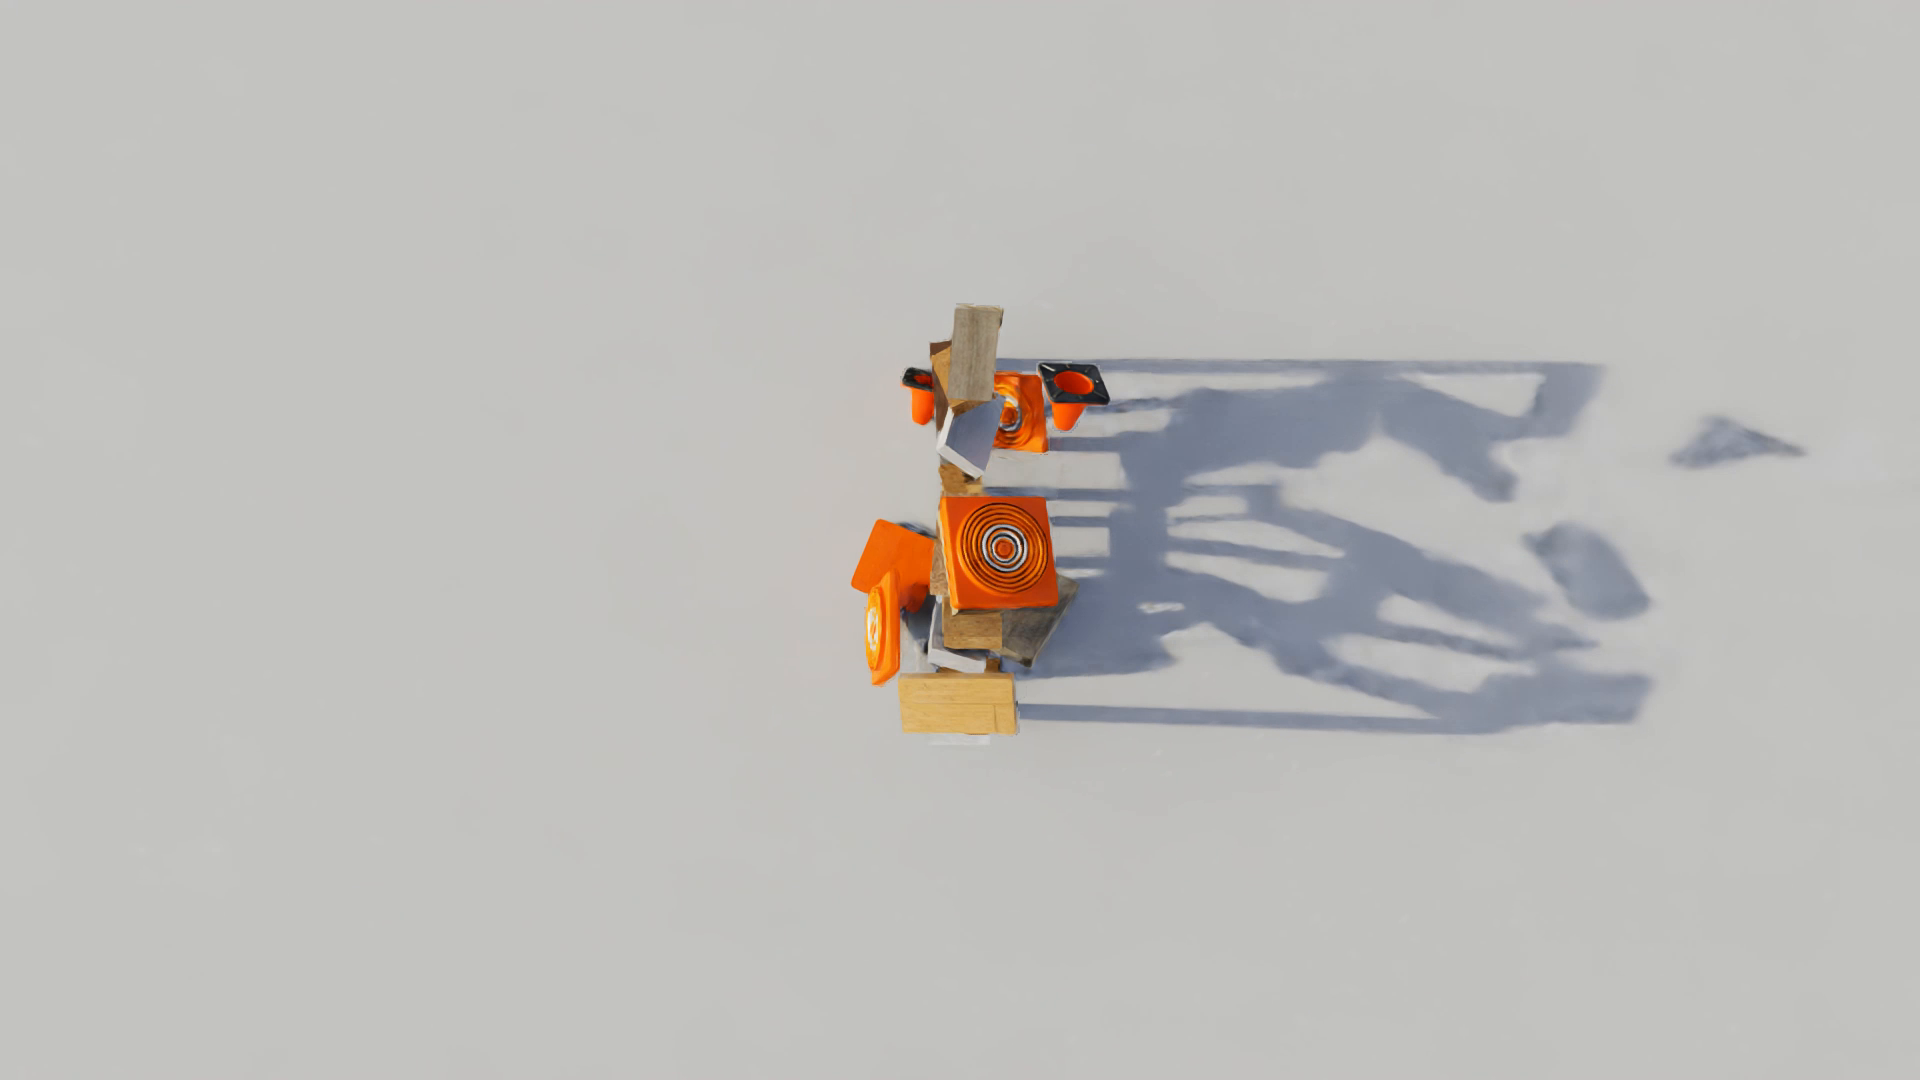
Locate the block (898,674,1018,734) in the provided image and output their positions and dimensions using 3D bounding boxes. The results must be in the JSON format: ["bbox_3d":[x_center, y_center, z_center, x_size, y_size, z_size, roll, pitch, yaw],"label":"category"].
[{"bbox_3d":[-0.006,0.460,4.639,0.326,0.046,0.163,-1,106,13],"label":"block"}]

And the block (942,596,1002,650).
[{"bbox_3d":[0.033,0.184,4.762,0.163,0.326,0.046,2,130,-3],"label":"block"}]

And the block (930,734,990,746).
[{"bbox_3d":[0.001,0.567,5.133,0.173,0.734,0.049,0,90,0],"label":"block"}]

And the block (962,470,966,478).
[{"bbox_3d":[-0.020,-0.196,5.129,0.068,0.135,0.019,-18,89,4],"label":"block"}]

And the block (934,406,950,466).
[{"bbox_3d":[-0.005,-0.331,5.090,0.131,0.262,0.037,-3,51,2],"label":"block"}]

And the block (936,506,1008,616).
[{"bbox_3d":[0.034,0.058,4.646,0.152,0.043,0.303,-2,74,-23],"label":"block"}]

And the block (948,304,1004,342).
[{"bbox_3d":[0.030,-0.613,5.075,0.128,0.842,0.036,4,86,-4],"label":"block"}]

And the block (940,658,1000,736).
[{"bbox_3d":[0.015,0.455,4.873,0.173,0.346,0.049,4,117,6],"label":"block"}]

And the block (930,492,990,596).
[{"bbox_3d":[0.003,0.008,4.864,0.152,0.448,0.043,3,127,2],"label":"block"}]

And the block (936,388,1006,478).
[{"bbox_3d":[0.034,-0.339,4.812,0.152,0.043,0.303,34,49,-23],"label":"block"}]

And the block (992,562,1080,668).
[{"bbox_3d":[0.224,0.234,5.183,0.173,0.049,0.346,24,53,15],"label":"block"}]

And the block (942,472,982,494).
[{"bbox_3d":[0.004,-0.260,5.221,0.126,0.036,0.252,-3,86,2],"label":"block"}]

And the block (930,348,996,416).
[{"bbox_3d":[0.006,-0.476,4.814,0.128,0.256,0.036,-25,134,3],"label":"block"}]

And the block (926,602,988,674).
[{"bbox_3d":[-0.004,0.286,4.794,0.163,0.326,0.046,16,111,-4],"label":"block"}]

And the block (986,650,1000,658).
[{"bbox_3d":[0.139,0.338,5.371,0.360,0.099,0.028,-41,69,28],"label":"block"}]

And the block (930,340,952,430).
[{"bbox_3d":[-0.014,-0.466,4.948,0.131,0.037,0.262,-5,98,1],"label":"block"}]

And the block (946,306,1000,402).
[{"bbox_3d":[0.038,-0.525,4.660,0.128,0.036,0.256,5,104,-4],"label":"block"}]

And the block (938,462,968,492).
[{"bbox_3d":[-0.017,-0.168,5.055,0.068,0.019,0.135,-16,102,3],"label":"block"}]

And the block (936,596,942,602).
[{"bbox_3d":[0.002,0.153,4.948,0.146,0.041,0.292,2,108,1],"label":"block"}]

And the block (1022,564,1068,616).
[{"bbox_3d":[0.276,0.163,5.322,0.099,0.028,0.197,2,47,-22],"label":"block"}]
